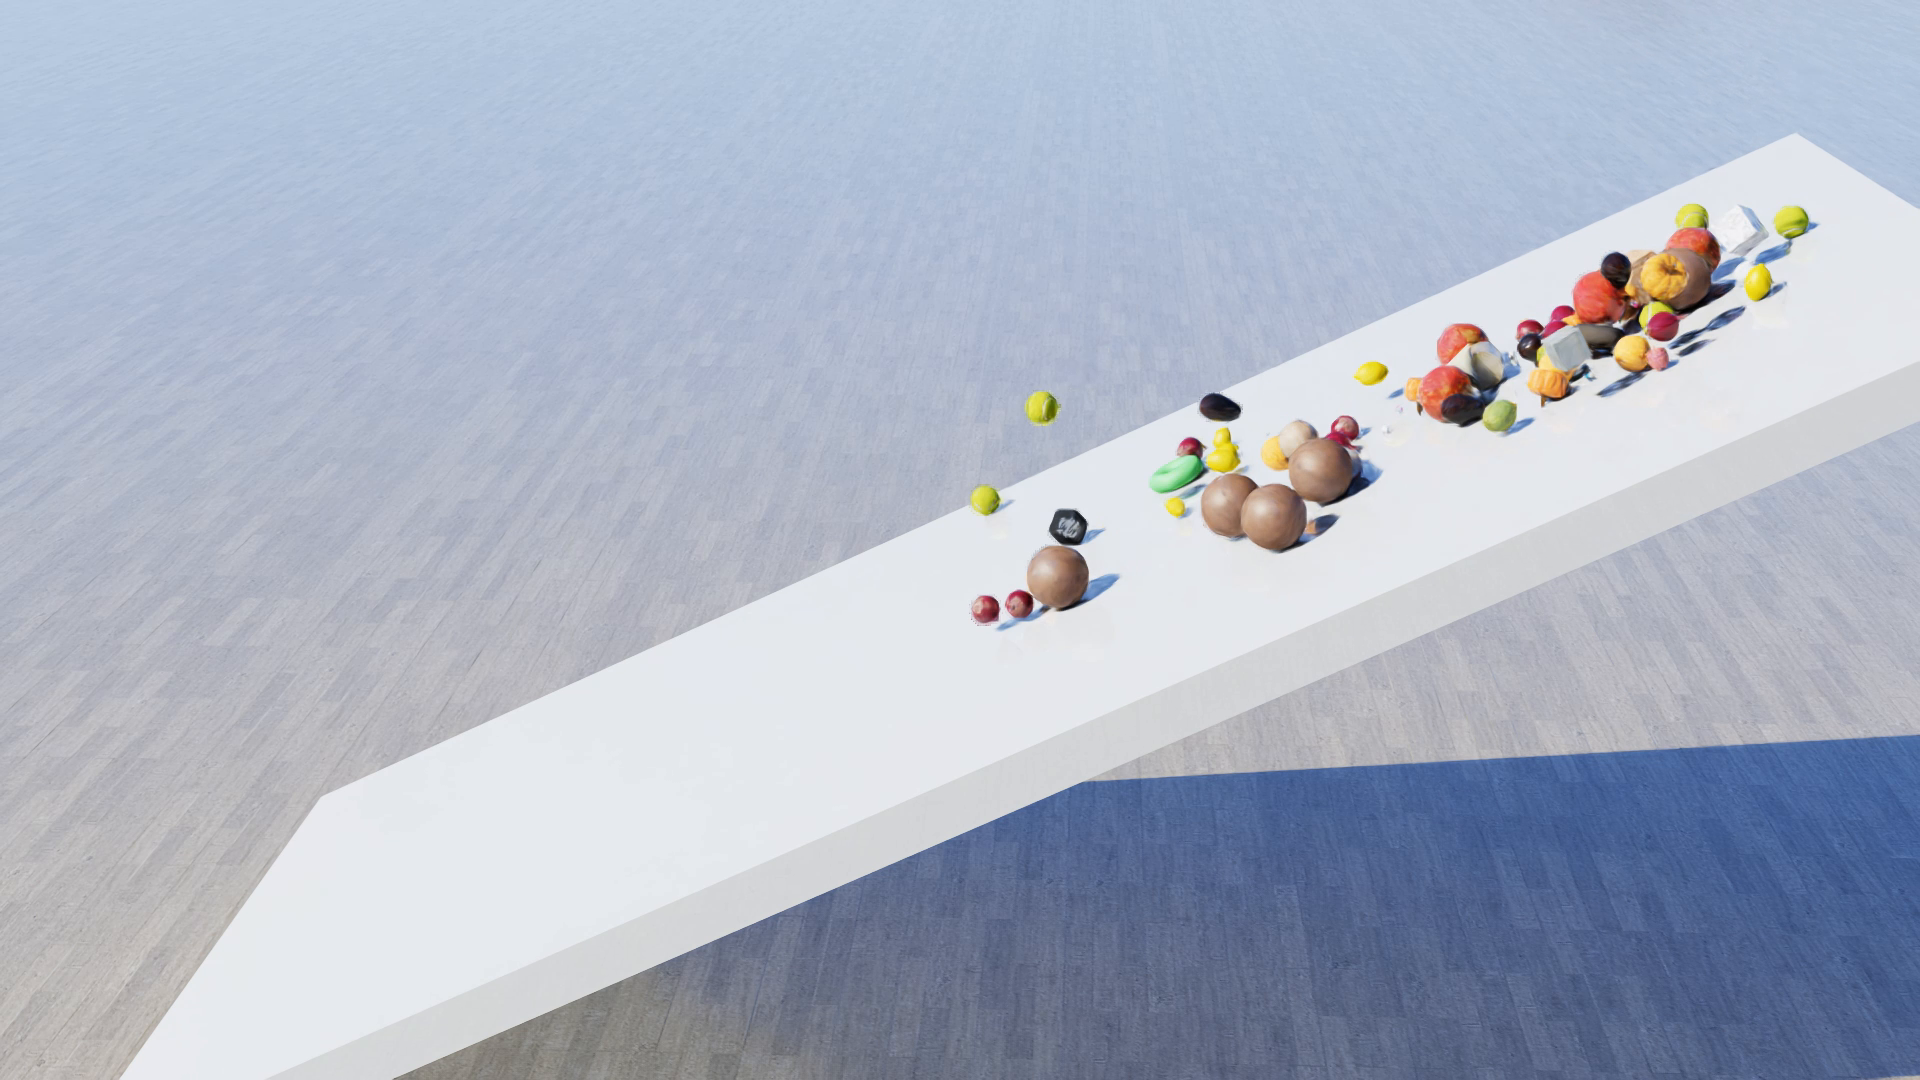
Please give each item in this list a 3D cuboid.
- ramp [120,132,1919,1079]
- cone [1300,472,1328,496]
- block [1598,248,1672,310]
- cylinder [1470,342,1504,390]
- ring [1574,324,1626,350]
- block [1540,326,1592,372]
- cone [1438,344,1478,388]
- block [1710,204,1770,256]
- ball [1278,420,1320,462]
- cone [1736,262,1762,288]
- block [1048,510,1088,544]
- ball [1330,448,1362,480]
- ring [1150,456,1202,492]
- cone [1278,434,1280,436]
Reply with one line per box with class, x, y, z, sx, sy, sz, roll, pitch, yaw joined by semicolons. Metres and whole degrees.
ramp;0.136;0.169;6.282;4.000;0.100;2.000;-24;13;9
cone;0.725;-0.102;5.931;0.054;0.054;0.054;31;30;29
block;1.415;-0.547;6.174;0.092;0.092;0.092;-30;14;-10
cylinder;1.087;-0.362;6.113;0.081;0.081;0.081;2;19;8
ring;1.277;-0.408;5.919;0.125;0.042;0.125;5;-2;0
block;1.158;-0.366;5.615;0.060;0.060;0.060;-32;15;-4
cone;1.037;-0.369;6.057;0.083;0.083;0.083;17;-16;5
block;1.591;-0.631;5.997;0.070;0.070;0.070;4;51;-52
ball;0.684;-0.200;5.933;0.083;0.083;0.083;0;16;0
cone;1.584;-0.529;5.863;0.054;0.054;0.054;-5;5;-17
block;0.237;-0.028;6.434;0.055;0.055;0.055;0;57;36
ball;0.778;-0.153;5.936;0.065;0.065;0.065;0;16;0
ring;0.479;-0.146;6.525;0.128;0.043;0.128;-26;12;6
cone;0.729;-0.229;6.272;0.071;0.071;0.071;13;45;38
